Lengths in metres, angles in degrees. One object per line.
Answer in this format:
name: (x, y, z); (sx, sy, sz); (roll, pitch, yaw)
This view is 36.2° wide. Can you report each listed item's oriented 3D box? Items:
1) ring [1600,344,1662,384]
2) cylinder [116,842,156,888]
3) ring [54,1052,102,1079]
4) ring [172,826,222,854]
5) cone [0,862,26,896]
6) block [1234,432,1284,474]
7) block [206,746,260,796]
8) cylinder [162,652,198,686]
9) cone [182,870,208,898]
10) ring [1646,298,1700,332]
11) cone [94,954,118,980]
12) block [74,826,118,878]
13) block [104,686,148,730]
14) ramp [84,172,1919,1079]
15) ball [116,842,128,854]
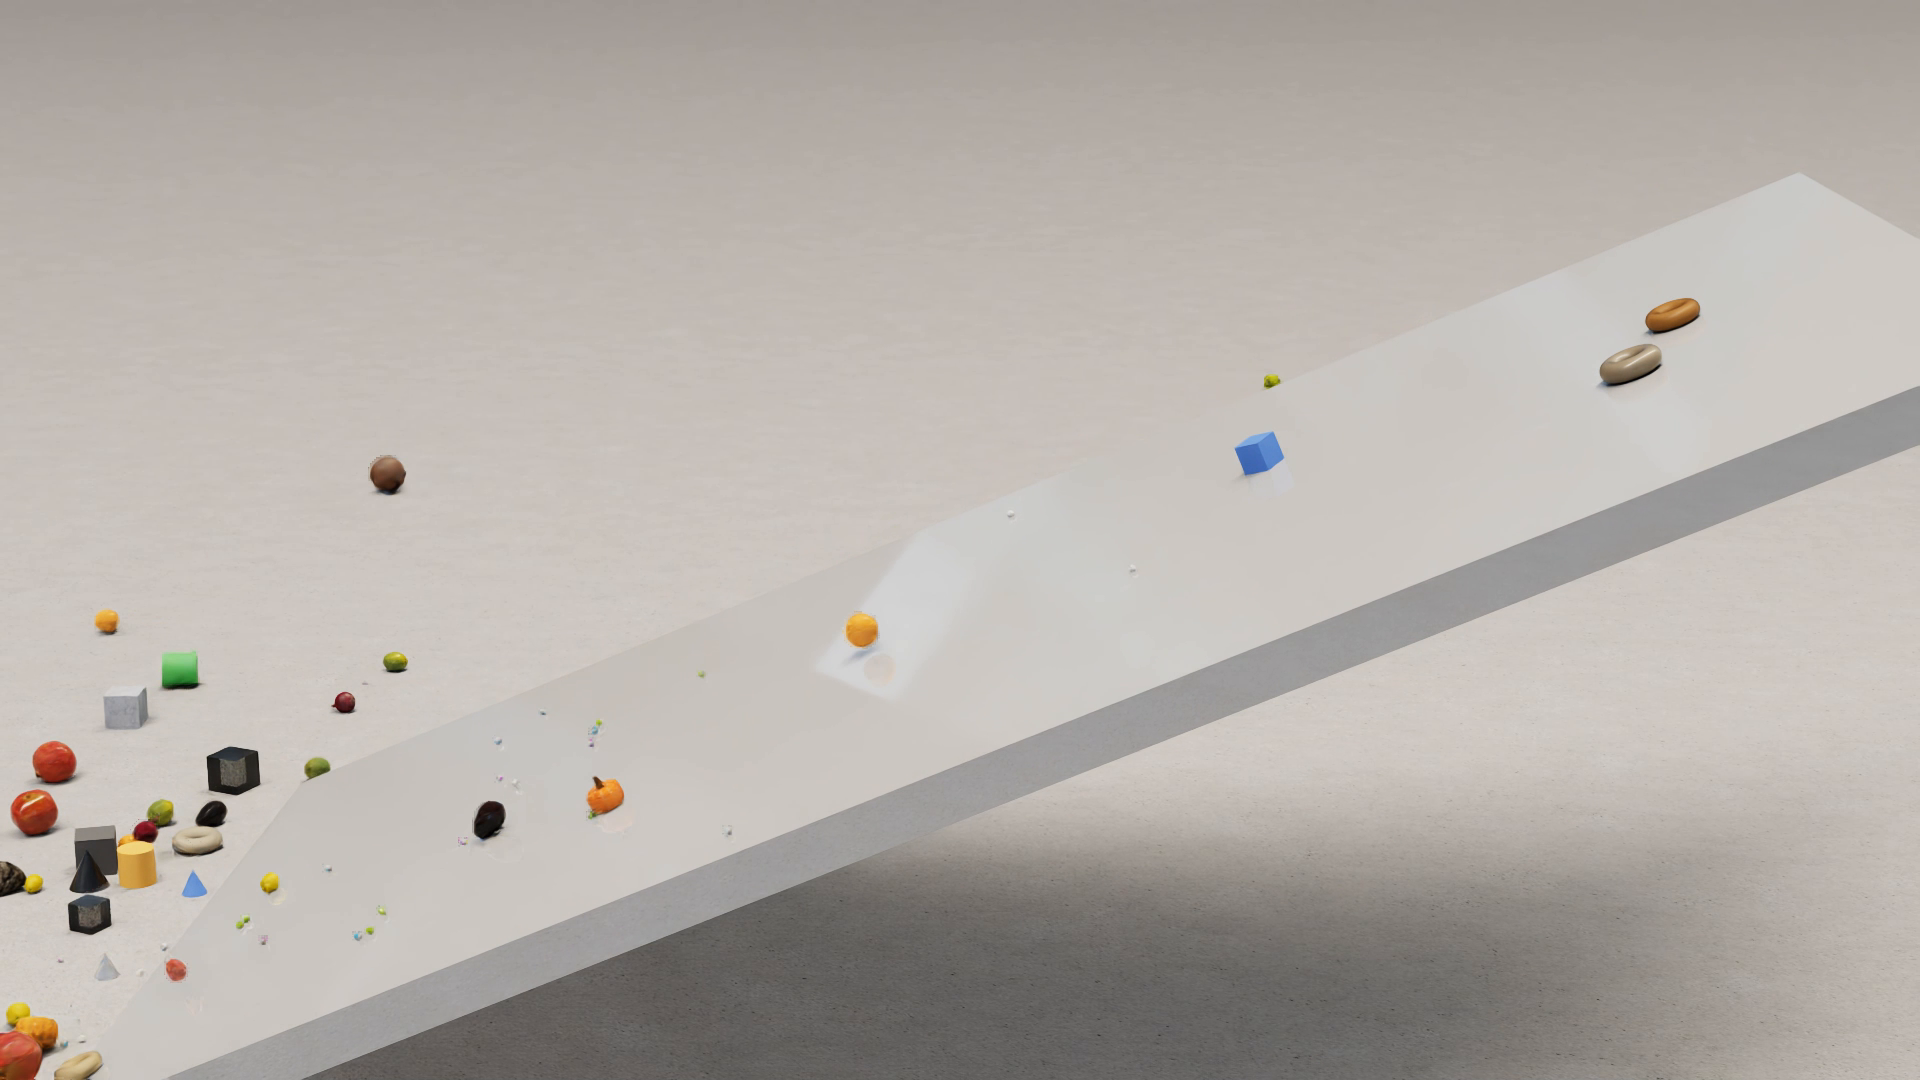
ring: (1.345, -0.353, 5.897); (0.130, 0.043, 0.130); (-24, 11, 5)
cylinder: (-1.983, 0.783, 7.085); (0.087, 0.087, 0.087); (0, 15, 0)
ring: (-1.739, 1.041, 5.799); (0.099, 0.033, 0.099); (-22, 12, 5)
ring: (-1.897, 0.747, 7.317); (0.122, 0.041, 0.122); (0, 16, 0)
cone: (-2.286, 0.827, 7.014); (0.086, 0.086, 0.086); (5, 42, 18)
block: (0.655, -0.190, 6.433); (0.066, 0.066, 0.066); (-11, 18, 45)
block: (-1.913, 0.607, 7.745); (0.094, 0.094, 0.094); (7, 16, 24)
cylinder: (-2.285, 0.379, 8.615); (0.098, 0.098, 0.098); (-3, 15, -12)
cone: (-1.829, 0.815, 7.020); (0.060, 0.060, 0.060); (0, 15, 0)
ring: (1.486, -0.469, 6.132); (0.116, 0.039, 0.116); (-22, 13, 6)
cone: (-1.898, 0.943, 6.535); (0.054, 0.054, 0.054); (1, 17, 0)
block: (-2.105, 0.759, 7.167); (0.094, 0.094, 0.094); (-4, 15, -14)
block: (-2.345, 0.470, 8.268); (0.096, 0.096, 0.096); (0, 15, -2)
ramp: (0.129, 0.171, 6.286); (4.000, 0.100, 2.000); (-22, 13, 8)
ball: (-2.039, 0.788, 7.248); (0.088, 0.088, 0.088); (0, 15, 0)
